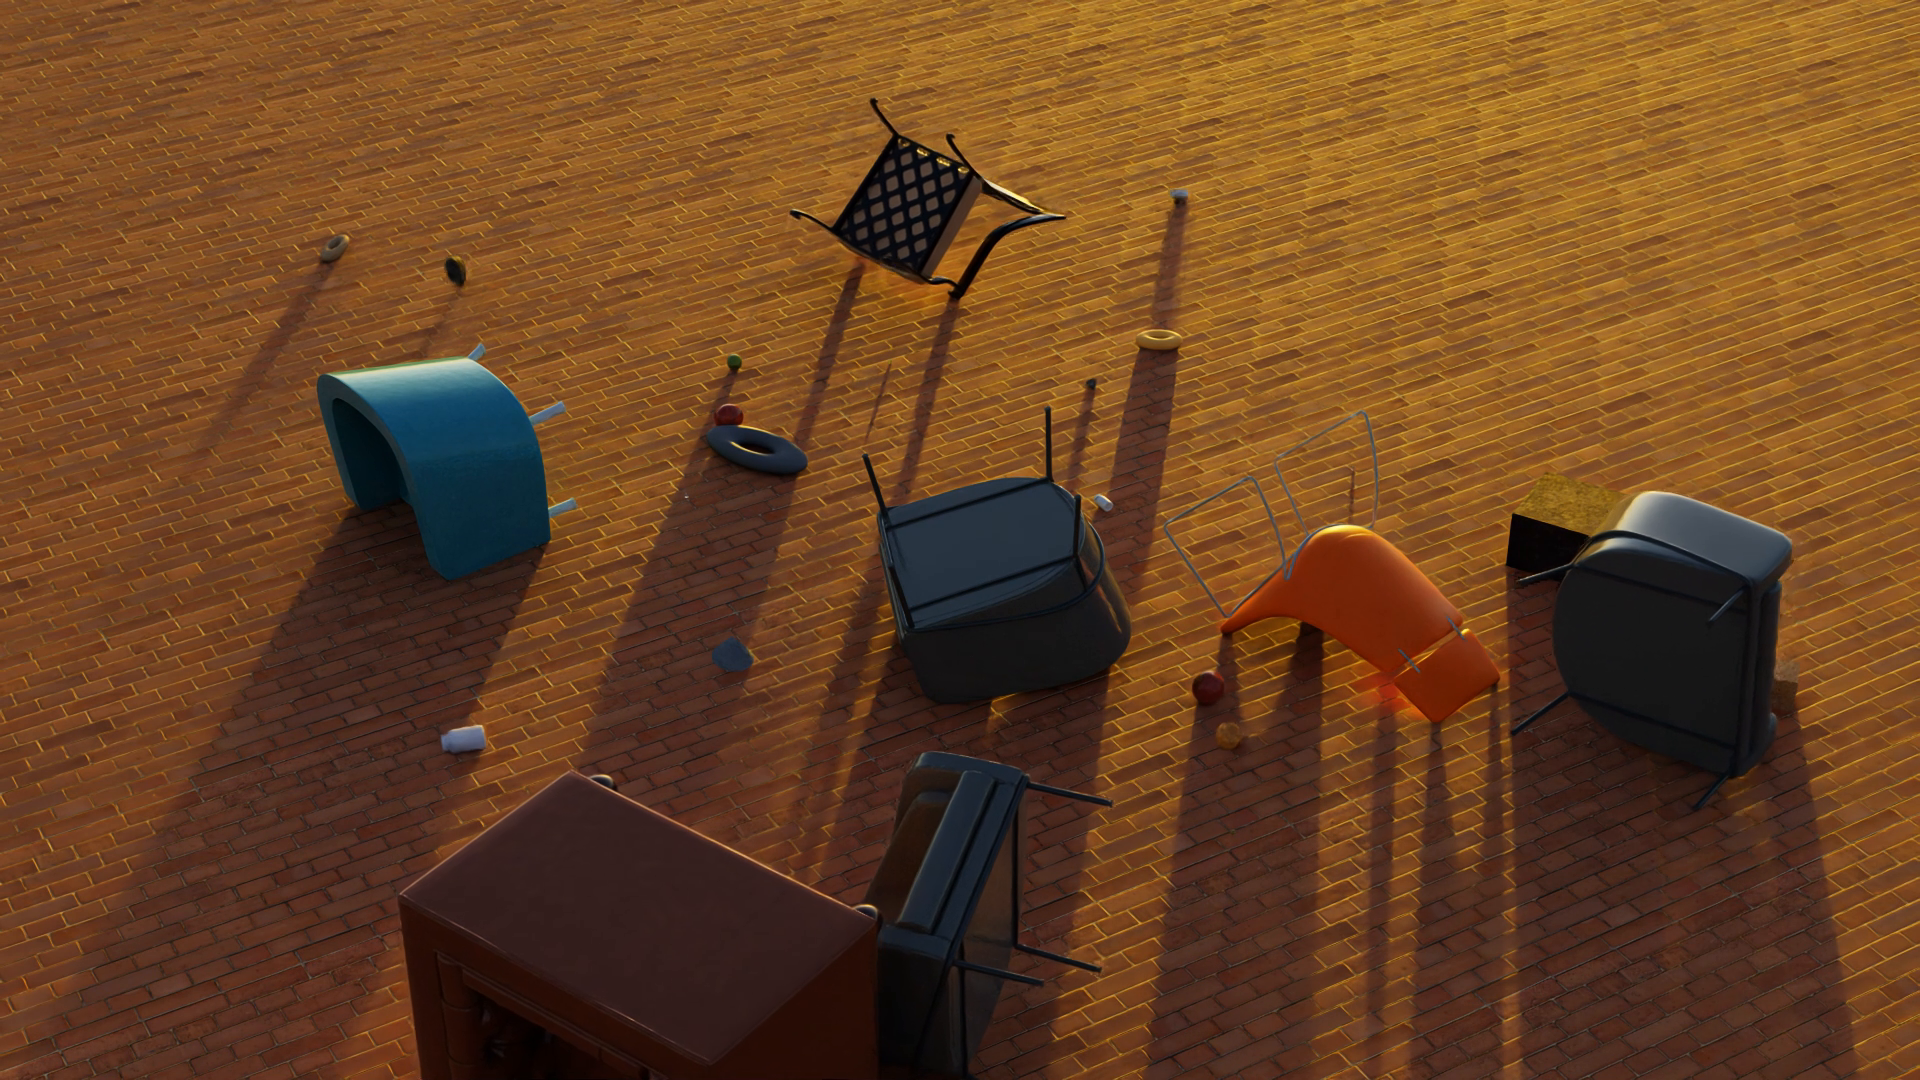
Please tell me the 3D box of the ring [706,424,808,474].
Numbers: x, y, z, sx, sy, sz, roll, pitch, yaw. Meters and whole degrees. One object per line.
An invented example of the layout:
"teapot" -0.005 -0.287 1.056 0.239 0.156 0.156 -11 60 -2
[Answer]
"ring" -0.792 -0.353 11.423 0.470 0.065 0.223 21 39 27

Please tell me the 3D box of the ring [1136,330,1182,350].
"ring" 0.826 -0.830 12.160 0.196 0.049 0.112 1 34 1

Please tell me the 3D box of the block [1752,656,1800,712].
"block" 2.805 0.494 10.084 0.139 0.123 0.125 9 35 14

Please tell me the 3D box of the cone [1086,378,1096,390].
"cone" 0.539 -0.623 11.875 0.049 0.034 0.049 -16 56 -13

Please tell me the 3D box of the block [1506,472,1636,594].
"block" 2.248 -0.032 10.782 0.353 0.231 0.334 18 37 25

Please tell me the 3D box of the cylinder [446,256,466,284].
"cylinder" -2.163 -1.160 12.591 0.062 0.116 0.061 -15 9 15

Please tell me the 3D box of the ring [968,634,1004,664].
"ring" 0.089 0.384 10.327 0.128 0.039 0.148 7 35 11

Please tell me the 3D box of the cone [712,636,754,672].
"cone" -0.800 0.374 10.295 0.143 0.090 0.179 -14 36 -20

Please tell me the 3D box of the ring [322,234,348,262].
"ring" -2.738 -1.280 12.847 0.089 0.045 0.221 6 33 12
